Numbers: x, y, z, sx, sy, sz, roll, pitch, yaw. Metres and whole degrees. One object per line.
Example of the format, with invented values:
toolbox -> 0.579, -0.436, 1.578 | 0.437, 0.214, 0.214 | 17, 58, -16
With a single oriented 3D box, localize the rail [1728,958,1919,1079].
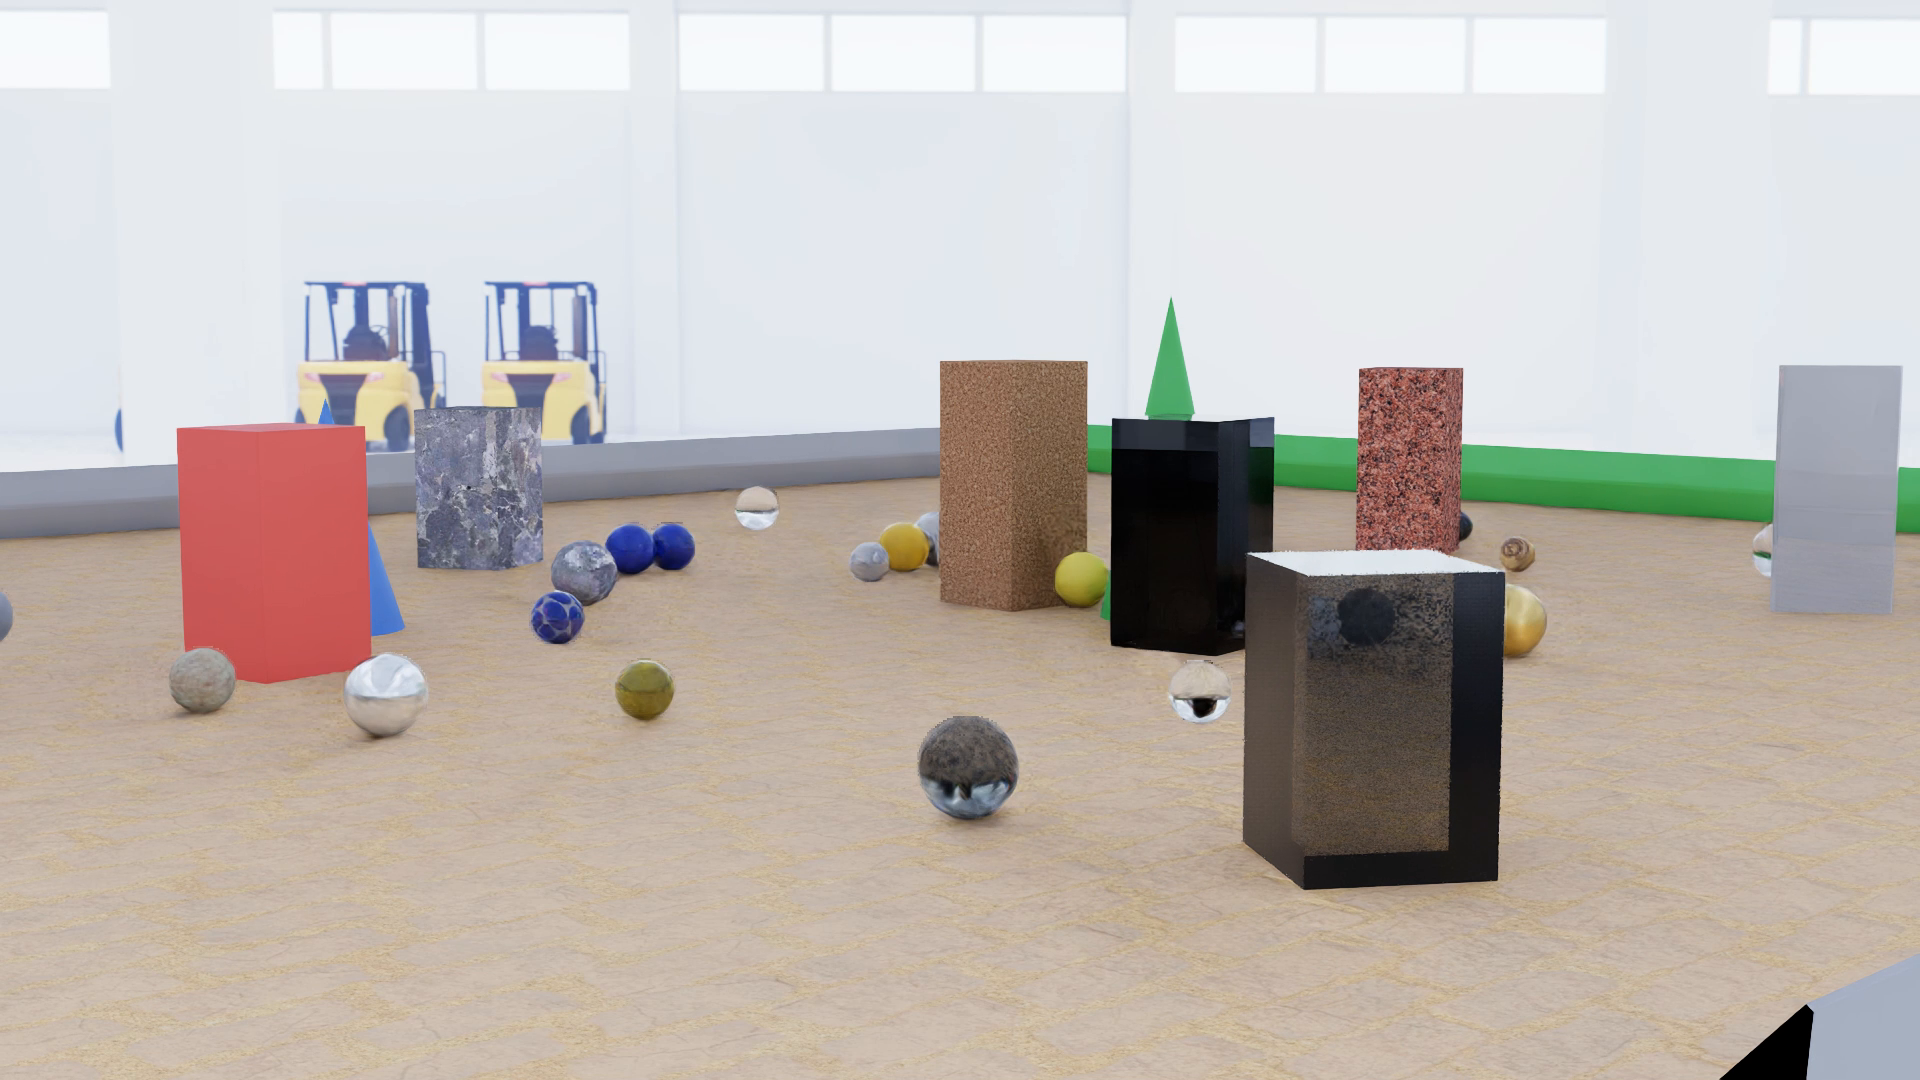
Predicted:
rail -> 1.328, 0.183, 1.901 | 4.314, 0.129, 0.045 | -5, 8, -42

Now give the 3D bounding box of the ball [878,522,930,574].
ball -> -0.096, 0.013, 3.740 | 0.088, 0.088, 0.088 | 0, 6, 0

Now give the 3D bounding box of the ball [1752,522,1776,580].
ball -> 1.355, 0.019, 3.622 | 0.099, 0.099, 0.099 | 0, 6, 0

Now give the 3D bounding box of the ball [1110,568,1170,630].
ball -> 0.252, 0.083, 3.077 | 0.086, 0.086, 0.086 | 0, 6, 0

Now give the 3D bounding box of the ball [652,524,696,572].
ball -> -0.494, 0.012, 3.771 | 0.082, 0.082, 0.082 | 0, 6, 0

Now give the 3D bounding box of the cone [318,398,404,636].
cone -> -0.880, -0.036, 3.066 | 0.198, 0.325, 0.198 | 0, 6, 0

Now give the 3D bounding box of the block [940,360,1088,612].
block -> 0.081, -0.088, 3.351 | 0.159, 0.369, 0.159 | -5, 8, -42

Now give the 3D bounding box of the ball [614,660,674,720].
ball -> -0.344, 0.164, 2.401 | 0.065, 0.065, 0.065 | 0, 6, 0

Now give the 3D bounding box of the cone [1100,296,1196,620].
cone -> 0.304, -0.121, 3.190 | 0.198, 0.468, 0.198 | 0, 6, 0

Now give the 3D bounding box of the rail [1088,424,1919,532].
rail -> 1.568, -0.116, 4.771 | 0.045, 0.129, 3.963 | -5, 8, -42

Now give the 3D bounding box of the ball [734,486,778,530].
ball -> -0.413, -0.064, 4.471 | 0.089, 0.089, 0.089 | 0, 6, 0

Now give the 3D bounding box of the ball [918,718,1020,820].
ball -> 0.007, 0.201, 1.932 | 0.089, 0.089, 0.089 | 0, 6, 0

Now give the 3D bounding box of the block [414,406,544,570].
block -> -0.843, -0.094, 3.861 | 0.159, 0.274, 0.159 | 2, 6, 18

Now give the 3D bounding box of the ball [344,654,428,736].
ball -> -0.603, 0.163, 2.309 | 0.086, 0.086, 0.086 | 0, 6, 0

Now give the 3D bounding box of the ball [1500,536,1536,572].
ball -> 0.953, 0.024, 3.758 | 0.061, 0.061, 0.061 | 0, 6, 0

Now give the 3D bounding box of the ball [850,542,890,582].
ball -> -0.148, 0.036, 3.615 | 0.067, 0.067, 0.067 | 0, 6, 0

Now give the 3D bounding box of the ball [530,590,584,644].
ball -> -0.539, 0.104, 2.945 | 0.071, 0.071, 0.071 | 0, 6, 0

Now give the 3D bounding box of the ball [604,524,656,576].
ball -> -0.556, 0.016, 3.712 | 0.087, 0.087, 0.087 | 0, 6, 0

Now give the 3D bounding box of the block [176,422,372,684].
block -> -0.849, 0.011, 2.726 | 0.159, 0.302, 0.159 | 4, 7, 35

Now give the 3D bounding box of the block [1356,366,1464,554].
block -> 0.833, -0.148, 4.072 | 0.159, 0.339, 0.159 | 3, 7, 24

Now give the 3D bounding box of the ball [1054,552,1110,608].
ball -> 0.183, 0.059, 3.295 | 0.084, 0.084, 0.084 | 0, 6, 0

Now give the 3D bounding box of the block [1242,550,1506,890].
block -> 0.330, 0.139, 1.774 | 0.159, 0.244, 0.159 | -1, 6, -10

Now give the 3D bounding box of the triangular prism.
triangular prism -> 1.300, -0.082, 3.311 | 0.172, 0.365, 0.149 | 1, 6, 7

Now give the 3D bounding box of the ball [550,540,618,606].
ball -> -0.568, 0.050, 3.326 | 0.099, 0.099, 0.099 | 0, 6, 0

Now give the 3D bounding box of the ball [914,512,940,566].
ball -> -0.040, -0.002, 3.811 | 0.095, 0.095, 0.095 | 0, 6, 0

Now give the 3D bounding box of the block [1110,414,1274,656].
block -> 0.310, -0.012, 2.935 | 0.159, 0.304, 0.159 | 4, 7, 34

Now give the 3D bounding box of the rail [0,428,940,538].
rail -> -1.328, -0.116, 4.763 | 4.314, 0.129, 0.045 | -5, 8, -42

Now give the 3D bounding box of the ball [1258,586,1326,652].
ball -> 0.434, 0.104, 2.875 | 0.087, 0.087, 0.087 | 0, 6, 0

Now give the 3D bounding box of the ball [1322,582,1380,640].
ball -> 0.527, 0.097, 2.974 | 0.079, 0.079, 0.079 | 0, 6, 0

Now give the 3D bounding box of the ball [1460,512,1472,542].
ball -> 0.959, -0.026, 4.245 | 0.060, 0.060, 0.060 | 0, 6, 0

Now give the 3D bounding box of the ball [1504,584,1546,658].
ball -> 0.708, 0.104, 2.833 | 0.093, 0.093, 0.093 | 0, 6, 0

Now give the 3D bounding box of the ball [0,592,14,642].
ball -> -1.292, 0.101, 2.892 | 0.087, 0.087, 0.087 | 0, 6, 0

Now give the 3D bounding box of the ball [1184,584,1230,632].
ball -> 0.344, 0.095, 3.060 | 0.065, 0.065, 0.065 | 0, 6, 0

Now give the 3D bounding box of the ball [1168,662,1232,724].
ball -> 0.260, 0.165, 2.378 | 0.067, 0.067, 0.067 | 0, 6, 0

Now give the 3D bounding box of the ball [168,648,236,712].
ball -> -0.842, 0.156, 2.444 | 0.071, 0.071, 0.071 | 0, 6, 0
